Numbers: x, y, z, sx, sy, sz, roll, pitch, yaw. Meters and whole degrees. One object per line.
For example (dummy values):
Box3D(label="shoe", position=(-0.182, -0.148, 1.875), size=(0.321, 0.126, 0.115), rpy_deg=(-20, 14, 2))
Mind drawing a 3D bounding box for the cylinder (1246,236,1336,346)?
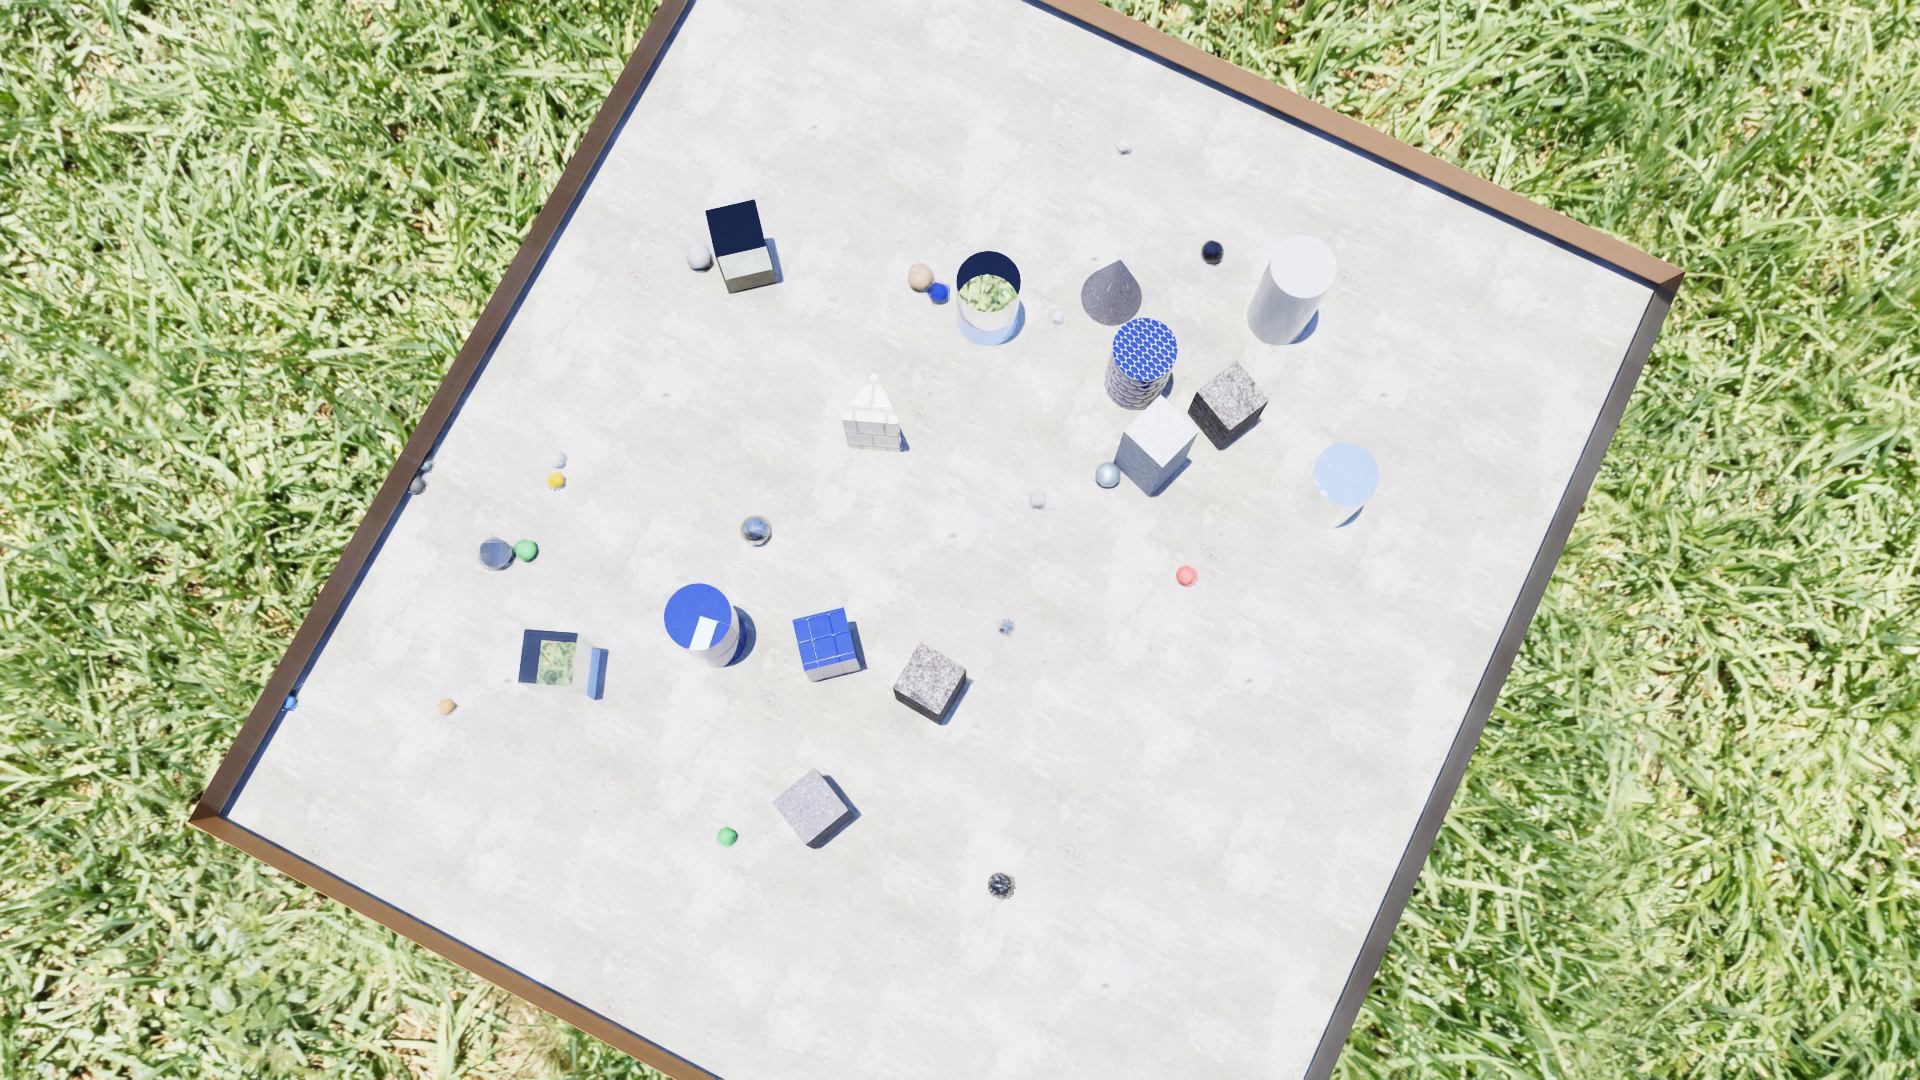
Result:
Box3D(label="cylinder", position=(0.997, -0.749, 5.541), size=(0.193, 0.451, 0.193), rpy_deg=(0, 78, 0))

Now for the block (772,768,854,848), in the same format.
Box3D(label="block", position=(-0.422, 0.779, 5.299), size=(0.154, 0.306, 0.154), rpy_deg=(-39, 81, -7))

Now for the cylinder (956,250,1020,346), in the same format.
Box3D(label="cylinder", position=(0.085, -0.735, 5.602), size=(0.193, 0.326, 0.193), rpy_deg=(0, 78, 0))

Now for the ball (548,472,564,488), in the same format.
Box3D(label="ball", position=(-1.239, -0.184, 5.630), size=(0.047, 0.047, 0.047), rpy_deg=(0, 78, 0))

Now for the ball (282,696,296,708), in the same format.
Box3D(label="ball", position=(-2.015, 0.486, 5.495), size=(0.041, 0.041, 0.041), rpy_deg=(0, 78, 0))

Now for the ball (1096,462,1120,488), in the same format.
Box3D(label="ball", position=(0.454, -0.202, 5.618), size=(0.079, 0.079, 0.079), rpy_deg=(0, 78, 0))

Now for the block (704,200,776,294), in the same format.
Box3D(label="block", position=(-0.672, -0.899, 5.638), size=(0.154, 0.322, 0.154), rpy_deg=(-13, 79, -3))

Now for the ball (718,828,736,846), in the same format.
Box3D(label="ball", position=(-0.688, 0.874, 5.408), size=(0.054, 0.054, 0.054), rpy_deg=(0, 78, 0))

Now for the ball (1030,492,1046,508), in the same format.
Box3D(label="ball", position=(0.241, -0.123, 5.617), size=(0.049, 0.049, 0.049), rpy_deg=(0, 78, 0))

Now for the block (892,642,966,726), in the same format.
Box3D(label="block", position=(-0.087, 0.424, 5.377), size=(0.154, 0.298, 0.154), rpy_deg=(30, 80, 6))

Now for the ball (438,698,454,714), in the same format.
Box3D(label="ball", position=(-1.538, 0.497, 5.490), size=(0.046, 0.046, 0.046), rpy_deg=(0, 78, 0))

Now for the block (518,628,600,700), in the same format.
Box3D(label="block", position=(-1.171, 0.368, 5.371), size=(0.154, 0.331, 0.154), rpy_deg=(4, 78, 1))

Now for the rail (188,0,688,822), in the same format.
Box3D(label="rail", position=(-1.437, -0.697, 5.696), size=(0.045, 0.125, 3.515), rpy_deg=(26, 80, 5))

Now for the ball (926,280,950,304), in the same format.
Box3D(label="ball", position=(-0.068, -0.775, 5.744), size=(0.073, 0.073, 0.073), rpy_deg=(0, 78, 0))

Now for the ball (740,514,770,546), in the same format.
Box3D(label="ball", position=(-0.624, -0.030, 5.576), size=(0.092, 0.092, 0.092), rpy_deg=(0, 78, 0))

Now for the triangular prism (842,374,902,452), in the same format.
Box3D(label="triangular prism", position=(-0.258, -0.386, 5.529), size=(0.167, 0.328, 0.145), rpy_deg=(5, 78, 1))

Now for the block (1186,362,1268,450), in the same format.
Box3D(label="block", position=(0.814, -0.406, 5.577), size=(0.154, 0.241, 0.154), rpy_deg=(-37, 81, -7))

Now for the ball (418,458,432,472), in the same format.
Box3D(label="ball", position=(-1.650, -0.232, 5.644), size=(0.040, 0.040, 0.040), rpy_deg=(0, 78, 0))

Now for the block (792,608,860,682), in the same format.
Box3D(label="block", position=(-0.392, 0.312, 5.417), size=(0.154, 0.264, 0.154), rpy_deg=(-14, 79, -3))

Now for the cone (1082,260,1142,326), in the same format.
Box3D(label="cone", position=(0.477, -0.801, 5.610), size=(0.193, 0.336, 0.193), rpy_deg=(0, 78, 0))

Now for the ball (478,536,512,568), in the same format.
Box3D(label="ball", position=(-1.410, 0.039, 5.559), size=(0.096, 0.096, 0.096), rpy_deg=(0, 78, 0))

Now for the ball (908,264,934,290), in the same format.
Box3D(label="ball", position=(-0.124, -0.826, 5.745), size=(0.083, 0.083, 0.083), rpy_deg=(0, 78, 0))

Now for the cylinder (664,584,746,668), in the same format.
Box3D(label="cylinder", position=(-0.742, 0.255, 5.372), size=(0.193, 0.375, 0.193), rpy_deg=(0, 78, 0))

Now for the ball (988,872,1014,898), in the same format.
Box3D(label="ball", position=(0.118, 1.012, 5.369), size=(0.076, 0.076, 0.076), rpy_deg=(0, 78, 0))

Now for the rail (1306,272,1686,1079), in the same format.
Box3D(label="rail", position=(1.437, 0.710, 5.405), size=(0.045, 0.125, 3.515), rpy_deg=(26, 80, 5))

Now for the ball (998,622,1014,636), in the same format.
Box3D(label="ball", position=(0.138, 0.269, 5.537), size=(0.046, 0.046, 0.046), rpy_deg=(0, 78, 0))

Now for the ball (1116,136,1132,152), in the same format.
Box3D(label="ball", position=(0.527, -1.262, 5.852), size=(0.051, 0.051, 0.051), rpy_deg=(0, 78, 0))

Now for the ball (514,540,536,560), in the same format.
Box3D(label="ball", position=(-1.323, 0.030, 5.577), size=(0.065, 0.065, 0.065), rpy_deg=(0, 78, 0))

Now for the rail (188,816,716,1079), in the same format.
Box3D(label="rail", position=(-0.775, 1.525, 5.236), size=(3.261, 0.125, 0.045), rpy_deg=(26, 80, 5))

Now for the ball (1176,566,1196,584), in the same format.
Box3D(label="ball", position=(0.686, 0.107, 5.564), size=(0.060, 0.060, 0.060), rpy_deg=(0, 78, 0))

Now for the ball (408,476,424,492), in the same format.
Box3D(label="ball", position=(-1.671, -0.170, 5.626), size=(0.050, 0.050, 0.050), rpy_deg=(0, 78, 0))

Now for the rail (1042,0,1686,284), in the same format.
Box3D(label="rail", position=(0.775, -1.512, 5.864), size=(3.261, 0.125, 0.045), rpy_deg=(26, 80, 5))

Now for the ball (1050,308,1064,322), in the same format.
Box3D(label="ball", position=(0.305, -0.703, 5.740), size=(0.043, 0.043, 0.043), rpy_deg=(0, 78, 0))

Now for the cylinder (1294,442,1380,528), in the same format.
Box3D(label="cylinder", position=(1.126, -0.160, 5.491), size=(0.193, 0.310, 0.193), rpy_deg=(0, 78, 0))

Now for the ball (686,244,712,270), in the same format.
Box3D(label="ball", position=(-0.821, -0.891, 5.760), size=(0.080, 0.080, 0.080), rpy_deg=(0, 78, 0))

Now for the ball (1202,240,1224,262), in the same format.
Box3D(label="ball", position=(0.796, -0.908, 5.768), size=(0.070, 0.070, 0.070), rpy_deg=(0, 78, 0))

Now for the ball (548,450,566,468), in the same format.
Box3D(label="ball", position=(-1.242, -0.251, 5.642), size=(0.053, 0.053, 0.053), rpy_deg=(0, 78, 0))

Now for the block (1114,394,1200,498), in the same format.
Box3D(label="block", position=(0.582, -0.276, 5.478), size=(0.154, 0.383, 0.154), rpy_deg=(44, 82, 8))

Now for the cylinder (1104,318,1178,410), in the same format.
Box3D(label="cylinder", position=(0.545, -0.530, 5.558), size=(0.193, 0.328, 0.193), rpy_deg=(0, 78, 0))
